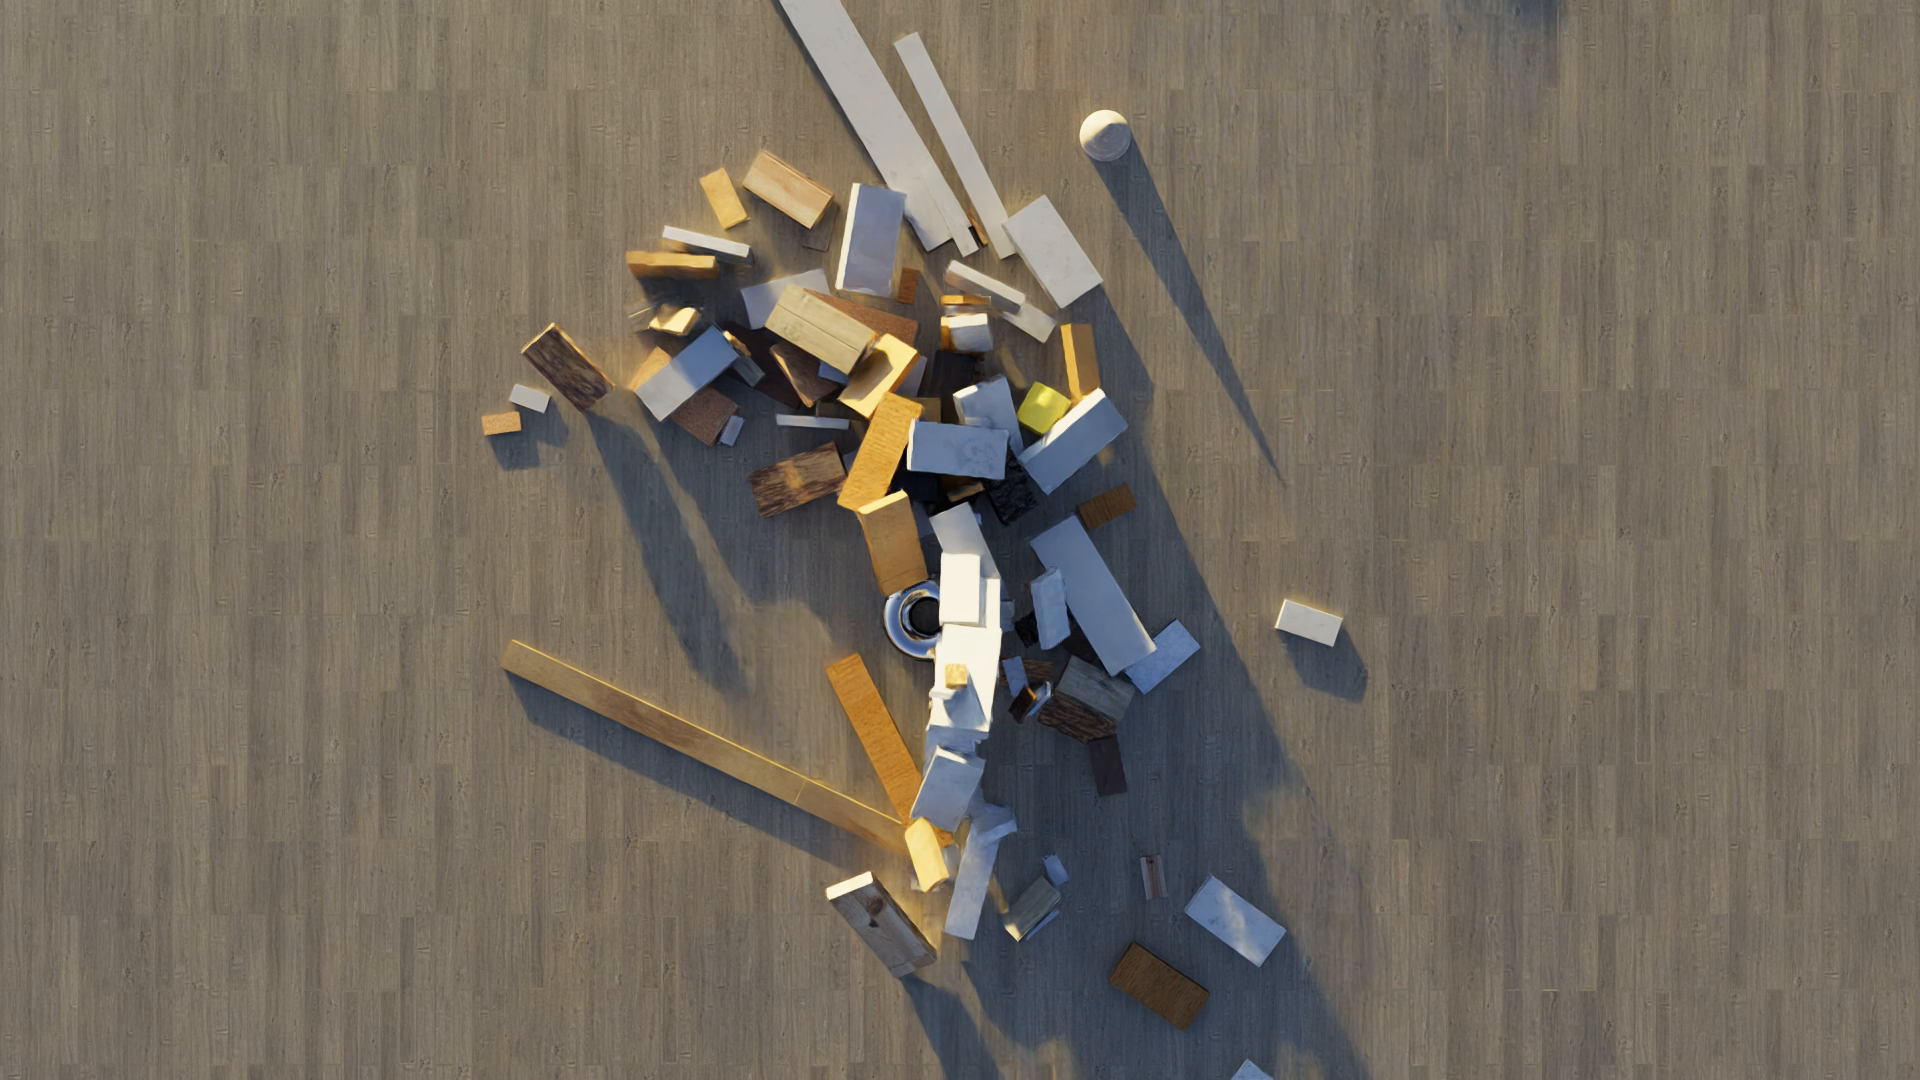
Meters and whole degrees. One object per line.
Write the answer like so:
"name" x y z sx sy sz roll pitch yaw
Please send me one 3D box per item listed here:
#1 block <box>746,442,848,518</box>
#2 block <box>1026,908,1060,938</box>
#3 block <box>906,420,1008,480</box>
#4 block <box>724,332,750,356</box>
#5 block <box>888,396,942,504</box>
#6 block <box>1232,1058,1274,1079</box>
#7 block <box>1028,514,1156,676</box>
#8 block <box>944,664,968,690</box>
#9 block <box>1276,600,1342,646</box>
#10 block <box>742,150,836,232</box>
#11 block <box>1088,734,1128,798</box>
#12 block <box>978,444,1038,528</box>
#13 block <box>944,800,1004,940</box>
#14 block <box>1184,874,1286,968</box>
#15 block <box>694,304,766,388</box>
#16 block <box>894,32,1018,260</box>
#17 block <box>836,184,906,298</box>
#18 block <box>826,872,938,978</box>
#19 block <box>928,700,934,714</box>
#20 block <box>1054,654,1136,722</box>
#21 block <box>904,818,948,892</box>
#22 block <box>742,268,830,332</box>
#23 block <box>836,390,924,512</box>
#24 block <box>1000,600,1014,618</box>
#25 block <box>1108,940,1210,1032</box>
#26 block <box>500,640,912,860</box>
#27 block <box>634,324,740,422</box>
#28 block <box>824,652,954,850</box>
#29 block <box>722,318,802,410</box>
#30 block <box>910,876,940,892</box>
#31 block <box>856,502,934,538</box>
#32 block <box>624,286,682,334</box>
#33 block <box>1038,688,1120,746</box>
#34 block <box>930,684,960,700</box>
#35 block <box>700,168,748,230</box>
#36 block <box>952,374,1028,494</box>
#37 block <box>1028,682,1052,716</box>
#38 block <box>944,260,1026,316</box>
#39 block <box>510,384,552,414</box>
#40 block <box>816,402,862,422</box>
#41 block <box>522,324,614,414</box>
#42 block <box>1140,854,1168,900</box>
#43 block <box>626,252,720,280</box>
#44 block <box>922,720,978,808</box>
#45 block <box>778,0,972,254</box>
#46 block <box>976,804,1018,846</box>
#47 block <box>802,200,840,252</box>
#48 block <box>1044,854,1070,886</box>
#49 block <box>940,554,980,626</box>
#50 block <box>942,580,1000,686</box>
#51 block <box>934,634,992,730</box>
"block" -0.531 -0.198 5.452 0.316 0.045 0.158 -20 90 9
"block" 0.255 1.255 5.490 0.141 0.020 0.071 -40 90 0
"block" -0.008 -0.285 5.242 0.316 0.045 0.158 5 91 -19
"block" -0.728 -0.642 5.401 0.014 0.049 0.097 -43 134 8
"block" -0.149 -0.290 5.281 0.167 0.047 0.334 2 83 0
"block" 1.004 1.826 5.486 0.191 0.027 0.095 38 90 0
"block" 0.436 0.183 5.440 0.177 0.050 0.516 -31 85 -1
"block" -0.012 0.403 4.858 0.063 0.127 0.018 0 112 -2
"block" 1.160 0.277 5.486 0.197 0.028 0.099 19 90 0
"block" -0.568 -1.157 5.461 0.282 0.040 0.141 34 90 8
"block" 0.488 0.747 5.461 0.099 0.028 0.197 -12 103 3
"block" 0.145 -0.187 5.399 0.135 0.038 0.269 -35 122 -12
"block" 0.053 1.089 5.447 0.104 0.029 0.456 15 94 5
"block" 0.913 1.264 5.478 0.305 0.043 0.152 36 90 0
"block" -0.775 -0.641 5.443 0.062 0.017 0.320 -44 90 2
"block" -0.004 -1.309 5.488 0.086 0.024 0.800 -26 90 0
"block" -0.291 -0.982 5.410 0.172 0.049 0.344 5 100 -29
"block" -0.245 1.243 5.311 0.154 0.044 0.501 -24 130 9
"block" -0.028 0.564 5.185 0.110 0.228 0.031 3 62 9
"block" 0.446 0.490 5.441 0.246 0.035 0.123 28 76 -9
"block" -0.107 0.987 5.169 0.104 0.029 0.208 -46 51 36
"block" -0.570 -0.798 5.480 0.280 0.040 0.140 -15 90 0
"block" -0.251 -0.268 5.238 0.135 0.038 0.392 22 86 11
"block" 0.123 0.228 5.450 0.113 0.016 0.056 0 94 18
"block" 0.660 1.481 5.478 0.304 0.043 0.152 34 90 0
"block" -0.819 0.701 5.486 1.523 0.027 0.095 25 90 0
"block" -0.895 -0.547 5.424 0.342 0.037 0.131 -39 90 4
"block" -0.234 0.712 5.467 0.123 0.035 0.704 -27 88 -3
"block" -0.657 -0.582 5.476 0.341 0.047 0.167 26 90 0
"block" -0.115 1.143 5.493 0.095 0.014 0.048 2 90 0
"block" -0.218 -0.078 5.398 0.205 0.205 0.205 -24 90 0
"block" -1.015 -0.765 5.487 0.180 0.025 0.090 -23 90 0
"block" 0.395 0.600 5.483 0.246 0.035 0.123 25 90 0
"block" -0.043 0.444 4.810 0.063 0.127 0.018 7 95 12
"block" -0.786 -1.135 5.487 0.090 0.026 0.180 -26 90 0
"block" 0.104 -0.343 5.370 0.177 0.050 0.354 -25 119 -18
"block" 0.248 0.502 5.213 0.016 0.056 0.113 26 128 -25
"block" 0.080 -0.822 5.385 0.263 0.131 0.037 26 80 -3
"block" -1.430 -0.471 5.491 0.123 0.017 0.062 20 90 0
"block" -0.397 -0.423 5.439 0.178 0.014 0.049 2 90 -38
"block" -1.286 -0.562 5.414 0.140 0.040 0.280 -38 114 9
"block" 0.644 1.121 5.490 0.071 0.020 0.141 -9 90 0
"block" -0.941 -0.901 5.427 0.282 0.141 0.040 3 82 0
"block" -0.033 0.703 5.143 0.154 0.044 0.308 9 127 5
"block" -0.417 -1.647 5.476 0.172 0.049 1.511 -31 90 0
"block" 0.116 0.902 5.230 0.123 0.247 0.035 -24 92 0
"block" -0.464 -1.051 5.488 0.085 0.024 0.171 14 90 0
"block" 0.321 1.094 5.480 0.048 0.014 0.095 -28 90 0
"block" -0.001 0.156 5.113 0.119 0.034 0.239 2 57 0
"block" 0.034 0.281 5.082 0.173 0.049 0.347 1 57 0
"block" 0.011 0.431 5.066 0.173 0.396 0.049 1 124 0
